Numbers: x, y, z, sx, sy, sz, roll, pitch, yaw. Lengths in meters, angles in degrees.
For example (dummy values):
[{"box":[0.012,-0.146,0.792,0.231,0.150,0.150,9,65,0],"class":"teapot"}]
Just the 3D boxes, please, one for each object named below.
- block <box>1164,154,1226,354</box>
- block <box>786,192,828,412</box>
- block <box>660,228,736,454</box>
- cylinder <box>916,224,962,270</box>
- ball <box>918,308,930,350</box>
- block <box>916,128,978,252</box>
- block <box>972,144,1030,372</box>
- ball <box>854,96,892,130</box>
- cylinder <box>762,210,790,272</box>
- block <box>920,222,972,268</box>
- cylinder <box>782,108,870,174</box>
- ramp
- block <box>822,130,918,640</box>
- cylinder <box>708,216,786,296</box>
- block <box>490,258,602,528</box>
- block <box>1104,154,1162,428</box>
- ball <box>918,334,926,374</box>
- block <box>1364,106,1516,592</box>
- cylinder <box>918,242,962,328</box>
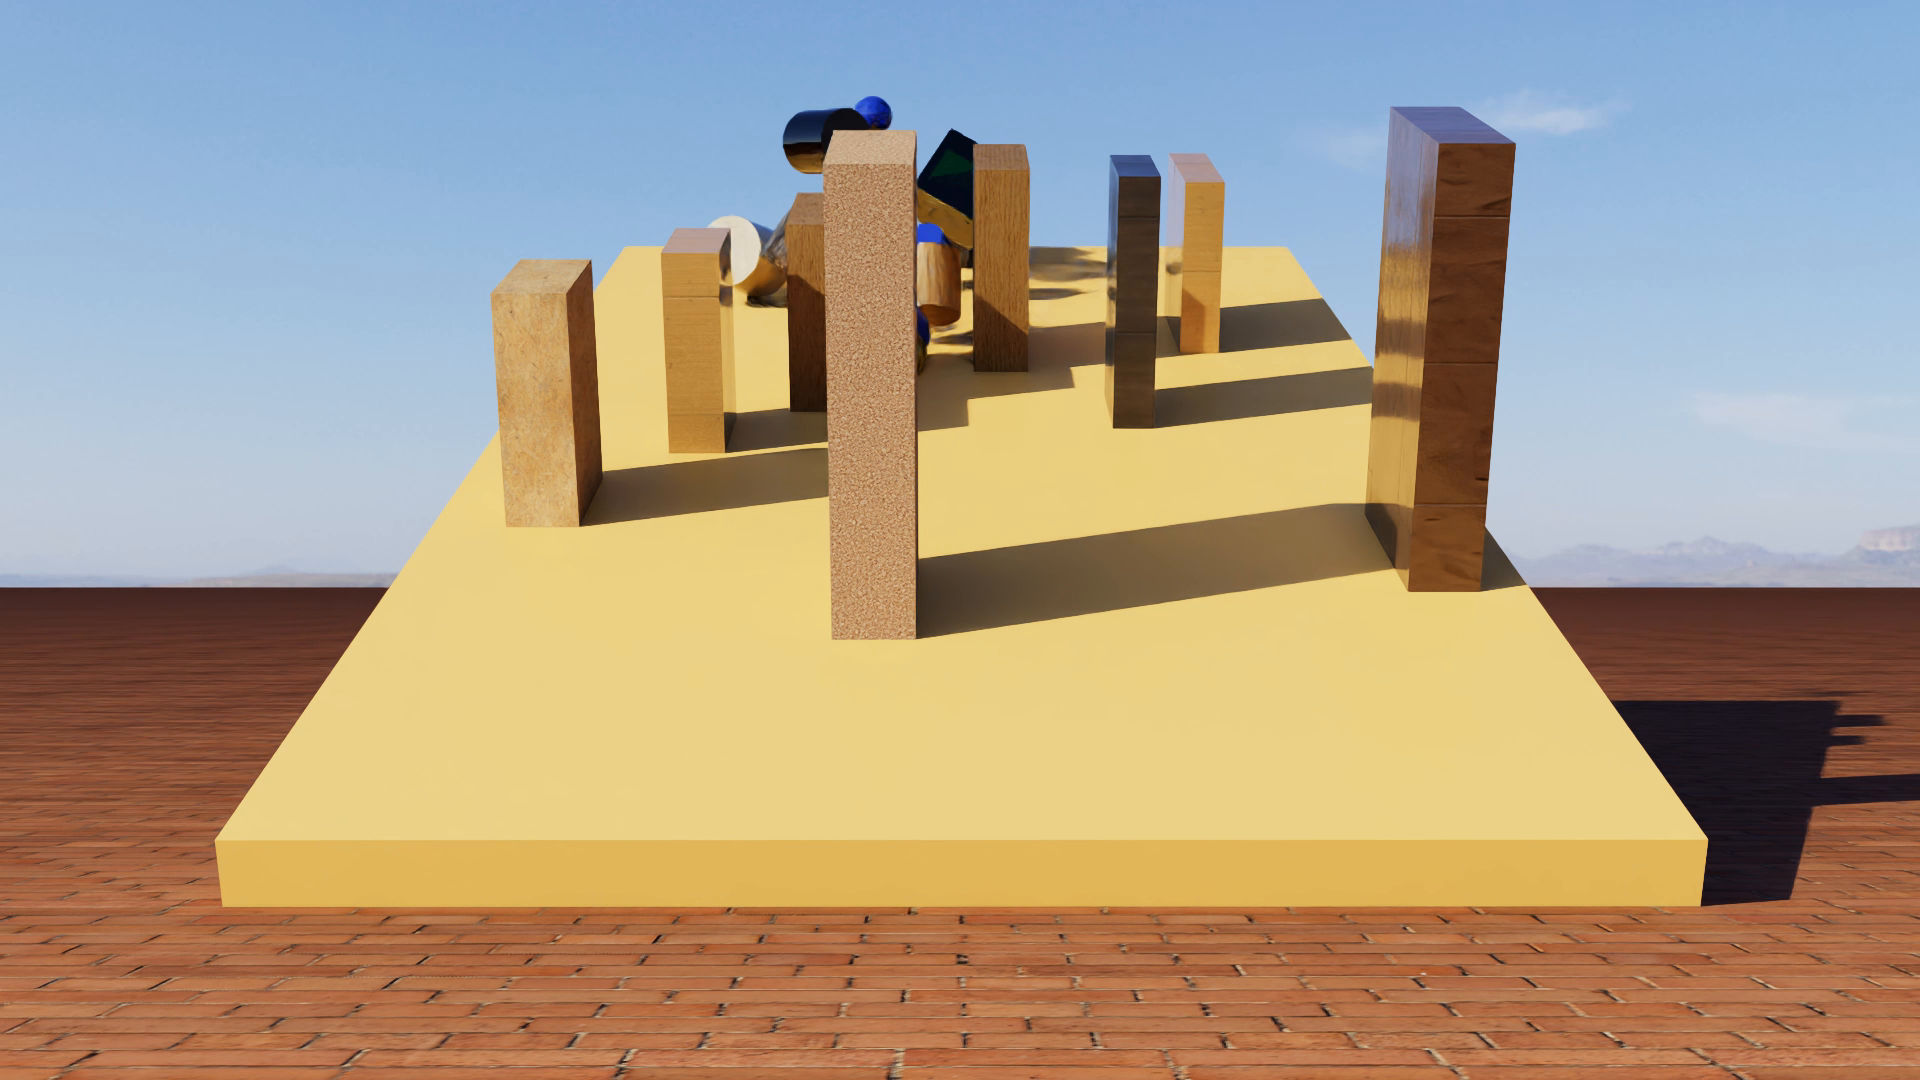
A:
[{"box":[0.589,-0.731,5.686,0.095,0.423,0.441,0,19,0],"class":"block"},{"box":[-0.310,-0.550,5.152,0.141,0.422,0.392,0,19,0],"class":"block"},{"box":[-0.553,-0.427,4.783,0.117,0.426,0.271,0,19,0],"class":"block"},{"box":[-0.081,-0.783,6.209,0.129,0.129,0.129,-1,-35,30],"class":"cylinder"},{"box":[-0.148,-0.496,5.407,0.157,0.157,0.157,0,-1,0],"class":"ball"},{"box":[0.004,-0.977,6.282,0.204,0.204,0.204,30,-16,4],"class":"block"},{"box":[0.098,-0.692,5.477,0.129,0.483,0.384,0,19,0],"class":"block"},{"box":[-0.249,-1.207,6.406,0.113,0.113,0.113,0,-1,0],"class":"ball"},{"box":[-0.402,-0.730,5.621,0.138,0.138,0.138,31,-9,-12],"class":"cylinder"},{"box":[0.025,-0.925,6.589,0.199,0.199,0.199,21,28,41],"class":"block"},{"box":[-0.372,-1.118,6.306,0.178,0.178,0.178,1,5,-41],"class":"cylinder"},{"box":[-0.004,-0.195,4.921,2.000,0.100,4.000,0,19,0],"class":"ramp"},{"box":[-0.143,-0.263,3.747,0.139,0.784,0.350,0,19,0],"class":"block"},{"box":[-0.578,-0.763,6.052,0.189,0.189,0.189,0,-3,22],"class":"cylinder"},{"box":[-0.791,-0.287,4.333,0.138,0.451,0.310,0,19,0],"class":"block"},{"box":[0.378,-0.549,4.951,0.089,0.551,0.283,0,19,0],"class":"block"},{"box":[-0.142,-0.437,5.276,0.128,0.128,0.128,0,-1,0],"class":"ball"},{"box":[0.845,-0.348,4.006,0.126,0.781,0.431,0,19,0],"class":"block"},{"box":[-0.078,-0.634,5.603,0.162,0.162,0.162,0,-14,0],"class":"cylinder"}]
